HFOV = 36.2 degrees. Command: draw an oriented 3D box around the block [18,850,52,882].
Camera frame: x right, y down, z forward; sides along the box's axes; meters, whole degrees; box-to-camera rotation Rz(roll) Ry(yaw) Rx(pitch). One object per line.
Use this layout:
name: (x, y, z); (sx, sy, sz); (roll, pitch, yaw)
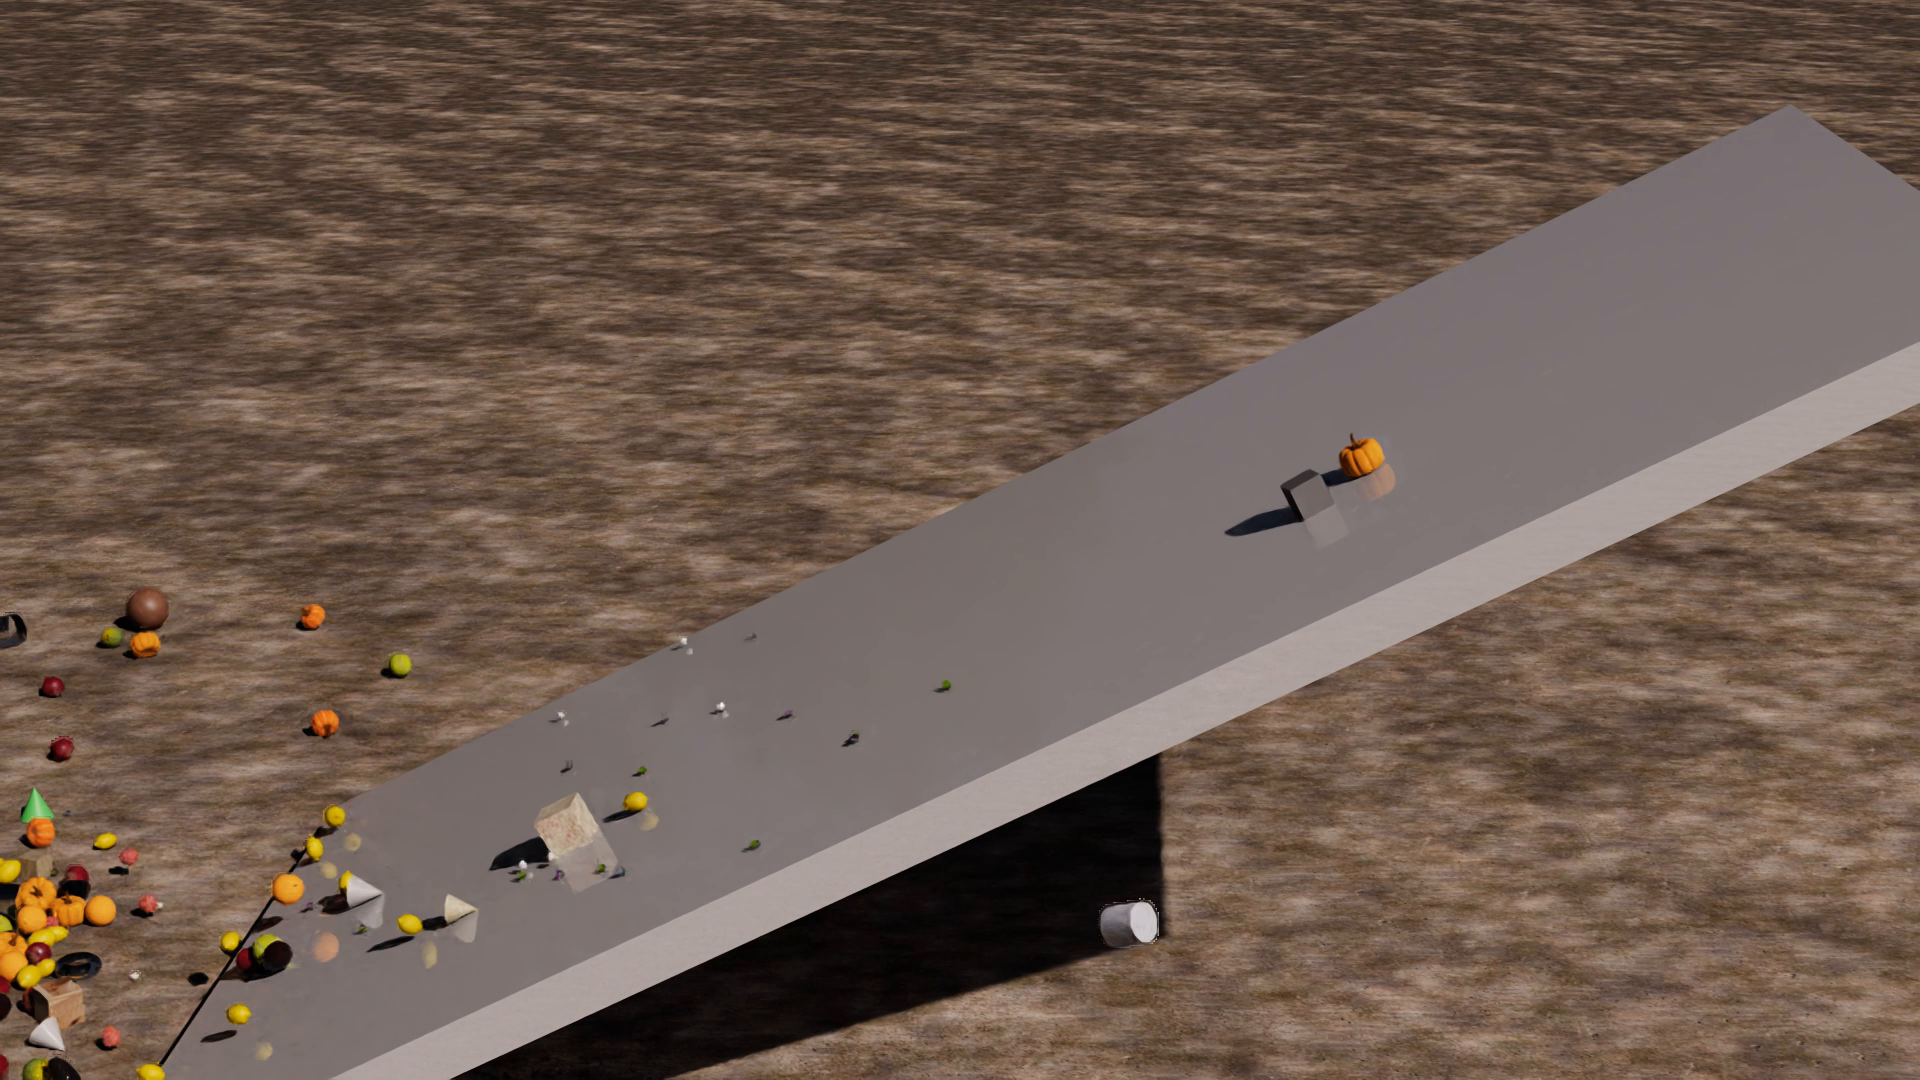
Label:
block: (-2.315, 0.815, 7.362); (0.057, 0.057, 0.057); (7, 18, 21)

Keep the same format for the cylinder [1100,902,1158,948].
cylinder: (0.287, 0.654, 5.005); (0.070, 0.070, 0.070); (-16, 2, 42)

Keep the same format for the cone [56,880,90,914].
cone: (-2.151, 0.886, 7.166); (0.081, 0.081, 0.081); (-8, 45, -25)

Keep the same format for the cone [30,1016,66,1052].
cone: (-1.990, 1.101, 6.463); (0.075, 0.075, 0.075); (37, 31, 19)

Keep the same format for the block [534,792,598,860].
block: (-0.829, 0.601, 6.194); (0.088, 0.088, 0.088); (-25, 14, 11)

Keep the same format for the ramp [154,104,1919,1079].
ramp: (0.140, 0.168, 6.281); (4.000, 0.100, 2.000); (-26, 14, 10)

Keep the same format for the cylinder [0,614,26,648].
cylinder: (-2.940, 0.283, 9.048); (0.095, 0.095, 0.095); (15, 22, 40)

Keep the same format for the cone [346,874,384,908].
cone: (-1.324, 0.789, 6.587); (0.074, 0.074, 0.074); (3, 17, 8)

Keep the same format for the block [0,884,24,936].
block: (-2.304, 0.890, 7.057); (0.092, 0.092, 0.092); (-3, 17, -9)

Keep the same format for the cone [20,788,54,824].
cone: (-2.430, 0.689, 7.732); (0.085, 0.085, 0.085); (0, 17, 0)

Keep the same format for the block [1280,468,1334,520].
block: (0.684, -0.090, 5.800); (0.068, 0.068, 0.068); (-29, 14, -5)

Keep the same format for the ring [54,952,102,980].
ring: (-2.048, 0.989, 6.828); (0.109, 0.036, 0.109); (1, 17, 0)

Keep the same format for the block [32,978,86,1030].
block: (-2.018, 1.039, 6.584); (0.081, 0.081, 0.081); (-14, 22, -39)
